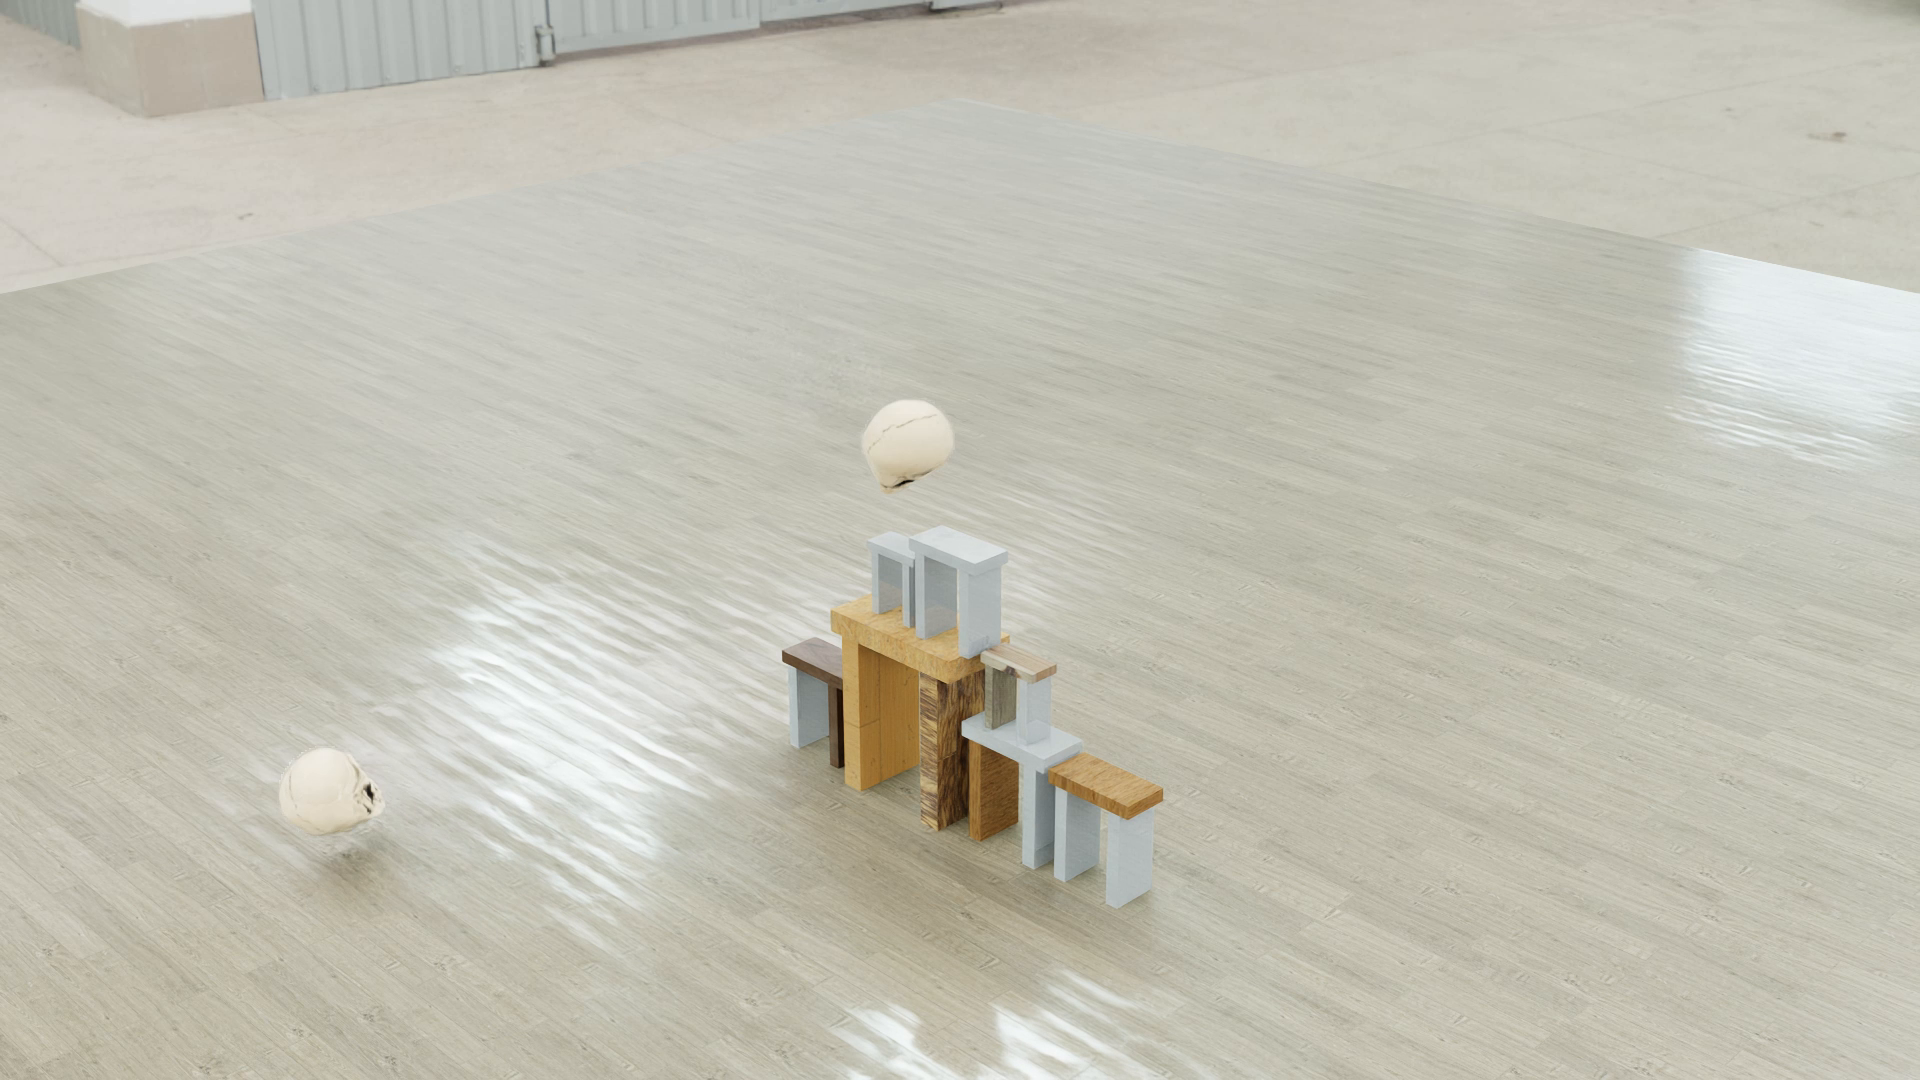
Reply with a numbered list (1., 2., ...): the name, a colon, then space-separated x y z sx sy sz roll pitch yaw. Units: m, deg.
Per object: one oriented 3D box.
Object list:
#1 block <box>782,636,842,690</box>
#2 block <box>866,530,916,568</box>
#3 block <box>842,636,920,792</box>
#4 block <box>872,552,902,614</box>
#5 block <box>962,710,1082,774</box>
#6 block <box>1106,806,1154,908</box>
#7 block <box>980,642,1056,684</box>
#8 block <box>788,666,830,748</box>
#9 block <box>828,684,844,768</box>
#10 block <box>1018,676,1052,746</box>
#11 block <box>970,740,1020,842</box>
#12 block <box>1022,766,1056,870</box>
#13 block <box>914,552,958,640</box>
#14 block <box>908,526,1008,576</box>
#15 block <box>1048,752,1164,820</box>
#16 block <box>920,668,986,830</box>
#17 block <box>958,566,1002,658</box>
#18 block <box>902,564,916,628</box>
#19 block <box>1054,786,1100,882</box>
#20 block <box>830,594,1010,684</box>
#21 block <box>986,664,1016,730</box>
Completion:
1. block: -0.276 0.259 4.627 0.191 0.027 0.095 21 31 41
2. block: -0.114 0.018 4.358 0.134 0.019 0.067 21 31 41
3. block: -0.162 0.333 4.542 0.048 0.339 0.170 21 31 41
4. block: -0.146 0.076 4.417 0.019 0.134 0.067 21 31 41
5. block: 0.119 0.383 4.259 0.219 0.031 0.109 21 31 41
6. block: 0.320 0.583 4.131 0.028 0.199 0.099 21 31 41
7. block: 0.111 0.234 4.196 0.068 0.019 0.136 -21 31 -41
8. block: -0.321 0.342 4.711 0.027 0.191 0.095 21 31 41
9. block: -0.231 0.377 4.629 0.027 0.191 0.095 21 31 41
10. block: 0.143 0.318 4.197 0.019 0.136 0.068 21 31 41
11. block: 0.068 0.478 4.355 0.031 0.219 0.109 21 31 41
12. block: 0.171 0.518 4.260 0.031 0.219 0.109 21 31 41
13. block: -0.046 0.097 4.309 0.025 0.180 0.090 21 31 41
14. block: -0.004 0.019 4.230 0.180 0.025 0.090 21 31 41
15. block: 0.273 0.461 4.130 0.199 0.028 0.099 21 31 41
16. block: -0.002 0.395 4.395 0.048 0.339 0.170 21 31 41
17. block: 0.039 0.130 4.231 0.025 0.180 0.090 21 31 41
18. block: -0.083 0.101 4.359 0.019 0.134 0.067 21 31 41
19. block: 0.226 0.547 4.217 0.028 0.199 0.099 21 31 41
20. block: -0.082 0.186 4.393 0.339 0.048 0.170 21 31 41
21. block: 0.079 0.293 4.256 0.019 0.136 0.068 21 31 41
